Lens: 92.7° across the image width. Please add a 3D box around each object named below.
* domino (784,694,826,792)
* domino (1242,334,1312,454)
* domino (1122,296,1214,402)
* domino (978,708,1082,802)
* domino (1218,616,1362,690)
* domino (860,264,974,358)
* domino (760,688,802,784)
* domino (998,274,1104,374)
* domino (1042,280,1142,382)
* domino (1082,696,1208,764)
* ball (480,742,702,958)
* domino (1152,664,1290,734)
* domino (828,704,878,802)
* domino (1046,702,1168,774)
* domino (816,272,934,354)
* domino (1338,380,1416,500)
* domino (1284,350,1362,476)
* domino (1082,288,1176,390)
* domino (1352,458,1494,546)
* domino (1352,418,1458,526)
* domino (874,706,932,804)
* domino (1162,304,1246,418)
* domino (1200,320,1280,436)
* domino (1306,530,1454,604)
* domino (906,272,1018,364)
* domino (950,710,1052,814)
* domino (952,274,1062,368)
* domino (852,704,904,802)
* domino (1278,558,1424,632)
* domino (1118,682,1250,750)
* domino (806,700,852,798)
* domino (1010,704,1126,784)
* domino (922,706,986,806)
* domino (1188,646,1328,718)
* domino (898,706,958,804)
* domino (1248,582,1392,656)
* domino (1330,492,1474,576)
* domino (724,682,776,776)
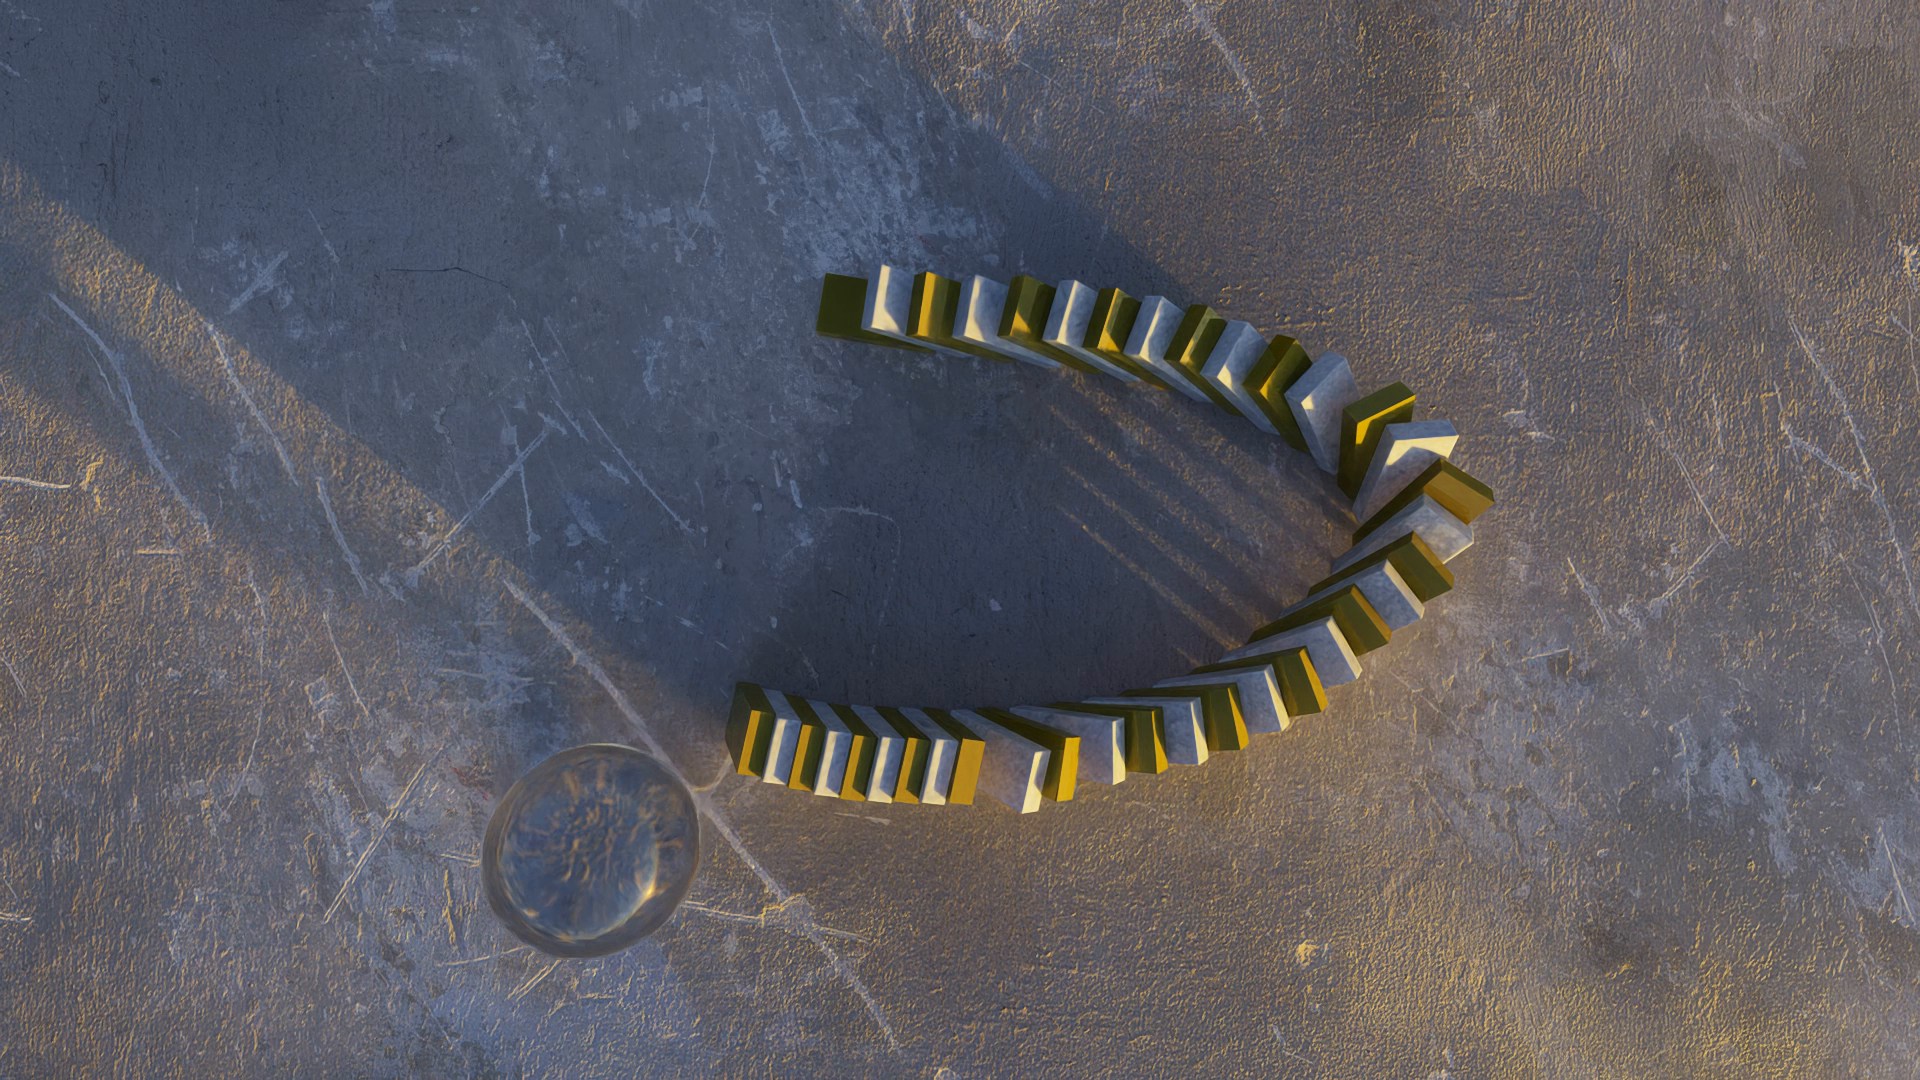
[{"bbox_3d":[-0.067,0.082,0.375,0.010,0.050,0.025,13,90,-20],"label":"domino"},{"bbox_3d":[0.138,-0.060,0.380,0.050,0.010,0.025,35,90,-40],"label":"domino"},{"bbox_3d":[0.091,-0.079,0.381,0.050,0.009,0.025,21,90,-37],"label":"domino"},{"bbox_3d":[0.026,0.087,0.378,0.010,0.050,0.025,8,91,-43],"label":"domino"},{"bbox_3d":[0.136,0.052,0.380,0.050,0.010,0.025,-29,90,39],"label":"domino"},{"bbox_3d":[-0.015,-0.094,0.381,0.050,0.009,0.025,9,90,-34],"label":"domino"},{"bbox_3d":[-0.077,0.079,0.375,0.010,0.050,0.025,13,90,-20],"label":"domino"},{"bbox_3d":[0.041,-0.089,0.383,0.050,0.009,0.025,14,90,-32],"label":"domino"},{"bbox_3d":[0.059,-0.086,0.382,0.050,0.010,0.025,17,90,-36],"label":"domino"},{"bbox_3d":[0.076,0.079,0.381,0.050,0.010,0.025,-8,90,38],"label":"domino"},{"bbox_3d":[-0.143,0.121,0.360,0.080,0.080,0.080,0,90,0],"label":"ball"},{"bbox_3d":[0.108,0.068,0.381,0.050,0.010,0.025,-17,90,39],"label":"domino"},{"bbox_3d":[-0.047,0.086,0.375,0.009,0.050,0.025,13,90,-20],"label":"domino"},{"bbox_3d":[0.060,0.082,0.381,0.050,0.009,0.025,-5,90,38],"label":"domino"},{"bbox_3d":[-0.035,-0.097,0.395,0.050,0.010,0.025,10,90,0],"label":"domino"},{"bbox_3d":[0.171,-0.040,0.378,0.025,0.050,0.010,-26,51,0],"label":"domino"},{"bbox_3d":[0.154,-0.052,0.380,0.025,0.009,0.050,-45,131,0],"label":"domino"},{"bbox_3d":[0.075,-0.083,0.382,0.050,0.010,0.025,17,90,-36],"label":"domino"},{"bbox_3d":[0.190,-0.008,0.379,0.025,0.010,0.050,30,133,-4],"label":"domino"},{"bbox_3d":[0.182,-0.027,0.378,0.025,0.050,0.009,-5,50,0],"label":"domino"},{"bbox_3d":[-0.026,0.087,0.375,0.009,0.050,0.025,13,90,-20],"label":"domino"},{"bbox_3d":[0.108,-0.074,0.381,0.050,0.010,0.025,27,90,-37],"label":"domino"},{"bbox_3d":[0.123,-0.067,0.381,0.050,0.010,0.025,30,90,-37],"label":"domino"},{"bbox_3d":[0.173,0.020,0.380,0.025,0.010,0.050,48,131,-2],"label":"domino"},{"bbox_3d":[0.003,-0.092,0.382,0.050,0.010,0.025,8,91,-34],"label":"domino"},{"bbox_3d":[0.014,0.090,0.378,0.009,0.050,0.025,7,96,-43],"label":"domino"},{"bbox_3d":[0.022,-0.090,0.383,0.050,0.010,0.025,11,90,-32],"label":"domino"},{"bbox_3d":[-0.037,0.086,0.375,0.009,0.050,0.025,13,90,-20],"label":"domino"},{"bbox_3d":[0.161,0.031,0.380,0.025,0.009,0.050,52,131,-1],"label":"domino"},{"bbox_3d":[0.092,0.074,0.381,0.050,0.010,0.025,-12,90,38],"label":"domino"},{"bbox_3d":[-0.057,0.084,0.375,0.009,0.050,0.025,13,90,-20],"label":"domino"},{"bbox_3d":[0.044,0.084,0.381,0.050,0.010,0.025,-1,90,39],"label":"domino"},{"bbox_3d":[-0.006,0.087,0.375,0.009,0.050,0.025,12,90,-20],"label":"domino"},{"bbox_3d":[0.123,0.062,0.380,0.050,0.010,0.025,-20,91,39],"label":"domino"},{"bbox_3d":[-0.016,0.087,0.375,0.010,0.050,0.025,13,90,-20],"label":"domino"},{"bbox_3d":[0.148,0.040,0.380,0.050,0.010,0.025,-37,90,40],"label":"domino"},{"bbox_3d":[0.182,0.006,0.379,0.025,0.009,0.050,37,132,-2],"label":"domino"},{"bbox_3d":[-0.086,0.076,0.375,0.009,0.050,0.025,13,90,-20],"label":"domino"}]
